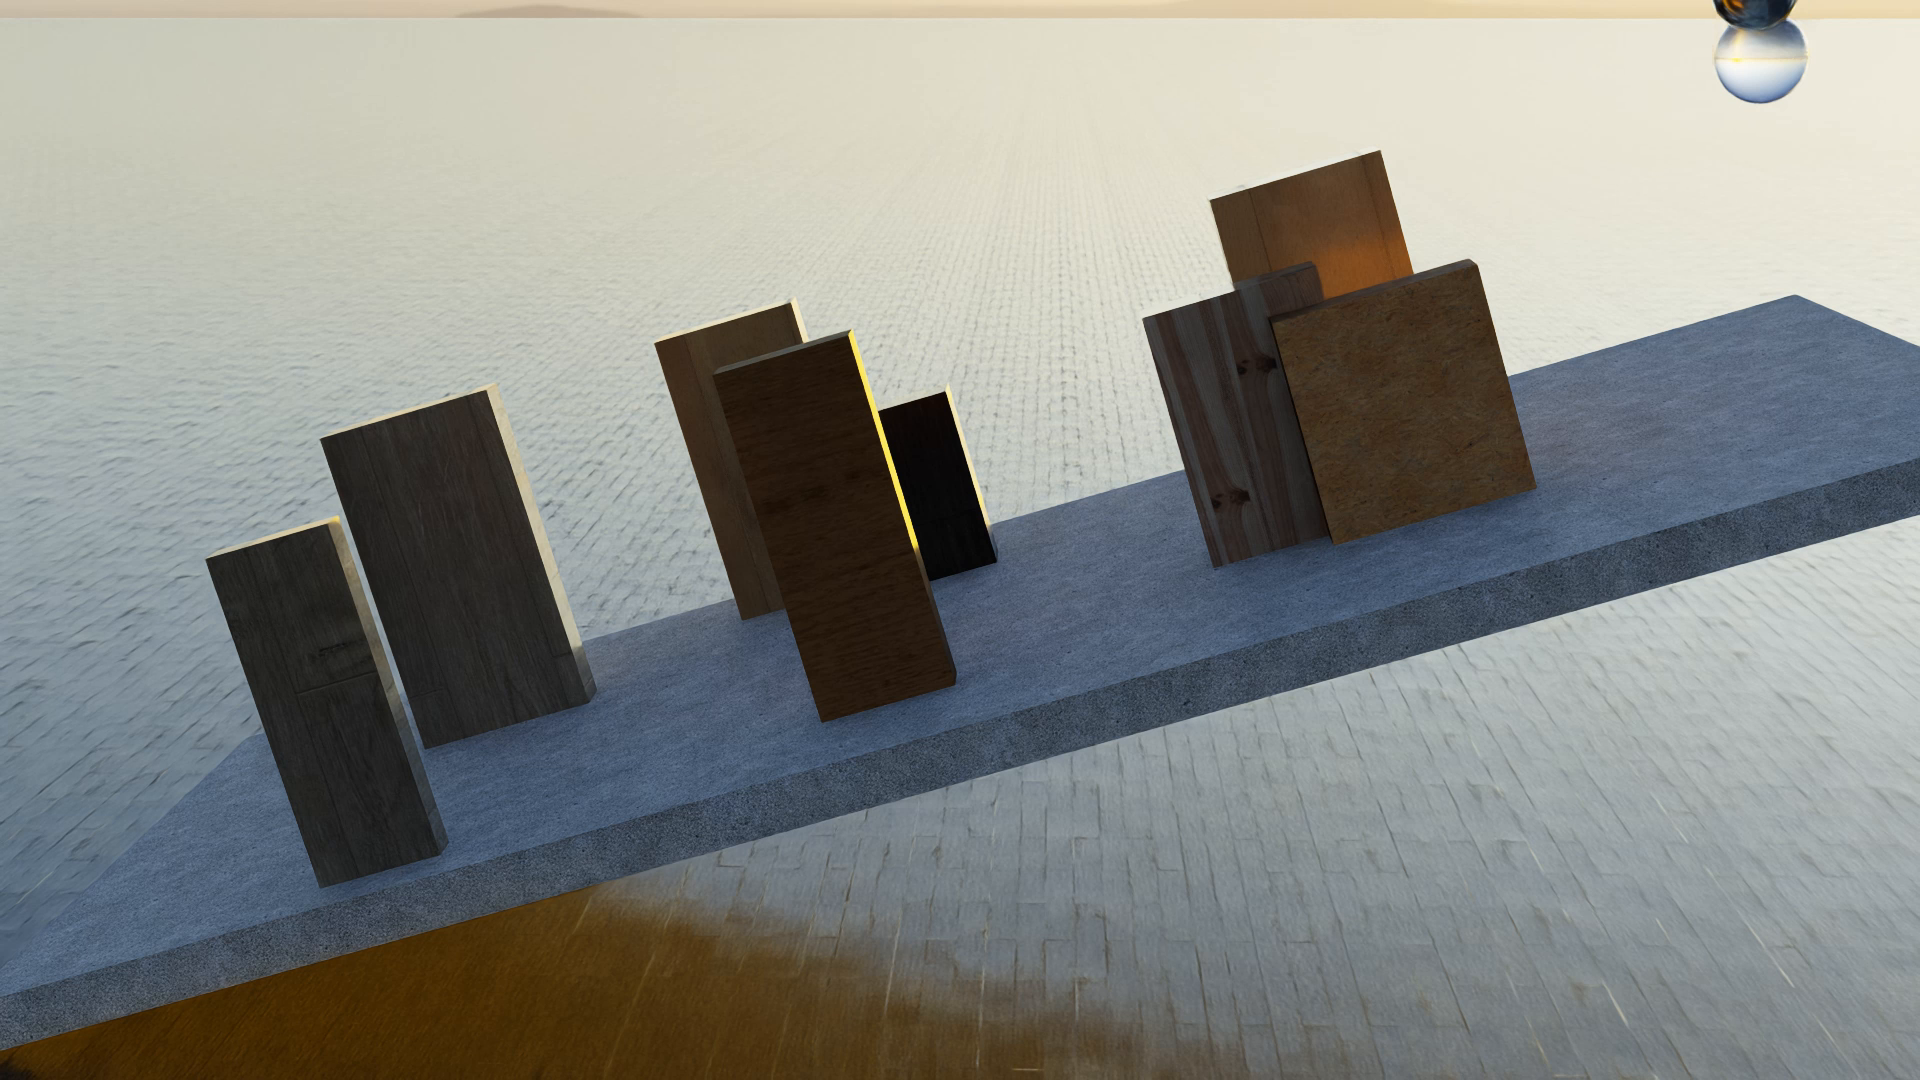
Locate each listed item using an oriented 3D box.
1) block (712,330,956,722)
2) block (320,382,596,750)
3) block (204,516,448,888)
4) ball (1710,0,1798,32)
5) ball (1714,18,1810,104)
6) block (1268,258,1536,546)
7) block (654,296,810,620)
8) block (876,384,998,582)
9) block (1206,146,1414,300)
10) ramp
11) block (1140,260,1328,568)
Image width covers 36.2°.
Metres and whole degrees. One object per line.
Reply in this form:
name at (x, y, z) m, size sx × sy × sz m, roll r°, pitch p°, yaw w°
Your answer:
block at (-0.238, -0.026, 5.679) m, size 0.271 × 0.707 × 0.106 m, roll -16°, pitch 10°, yaw 5°
block at (-1.119, 0.059, 6.592) m, size 0.390 × 0.737 × 0.120 m, roll -16°, pitch 10°, yaw 5°
block at (-1.191, 0.307, 5.554) m, size 0.242 × 0.664 × 0.084 m, roll -16°, pitch 10°, yaw 5°
ball at (1.642, -1.146, 6.072) m, size 0.187 × 0.187 × 0.187 m, roll 0°, pitch 11°, yaw 0°
ball at (1.713, -1.032, 6.284) m, size 0.198 × 0.198 × 0.198 m, roll 0°, pitch 11°, yaw 0°
block at (0.885, -0.277, 5.901) m, size 0.418 × 0.465 × 0.129 m, roll -16°, pitch 10°, yaw 5°
block at (-0.455, -0.192, 7.000) m, size 0.337 × 0.694 × 0.123 m, roll -16°, pitch 10°, yaw 5°
block at (-0.103, -0.120, 6.829) m, size 0.274 × 0.415 × 0.143 m, roll -16°, pitch 10°, yaw 5°
block at (0.814, -0.466, 6.398) m, size 0.377 × 0.691 × 0.144 m, roll -16°, pitch 10°, yaw 5°
ramp at (0.091, 0.187, 6.319) m, size 4.000 × 0.100 × 2.000 m, roll -16°, pitch 10°, yaw 5°
block at (0.620, -0.258, 6.032) m, size 0.366 × 0.536 × 0.141 m, roll -16°, pitch 10°, yaw 5°
